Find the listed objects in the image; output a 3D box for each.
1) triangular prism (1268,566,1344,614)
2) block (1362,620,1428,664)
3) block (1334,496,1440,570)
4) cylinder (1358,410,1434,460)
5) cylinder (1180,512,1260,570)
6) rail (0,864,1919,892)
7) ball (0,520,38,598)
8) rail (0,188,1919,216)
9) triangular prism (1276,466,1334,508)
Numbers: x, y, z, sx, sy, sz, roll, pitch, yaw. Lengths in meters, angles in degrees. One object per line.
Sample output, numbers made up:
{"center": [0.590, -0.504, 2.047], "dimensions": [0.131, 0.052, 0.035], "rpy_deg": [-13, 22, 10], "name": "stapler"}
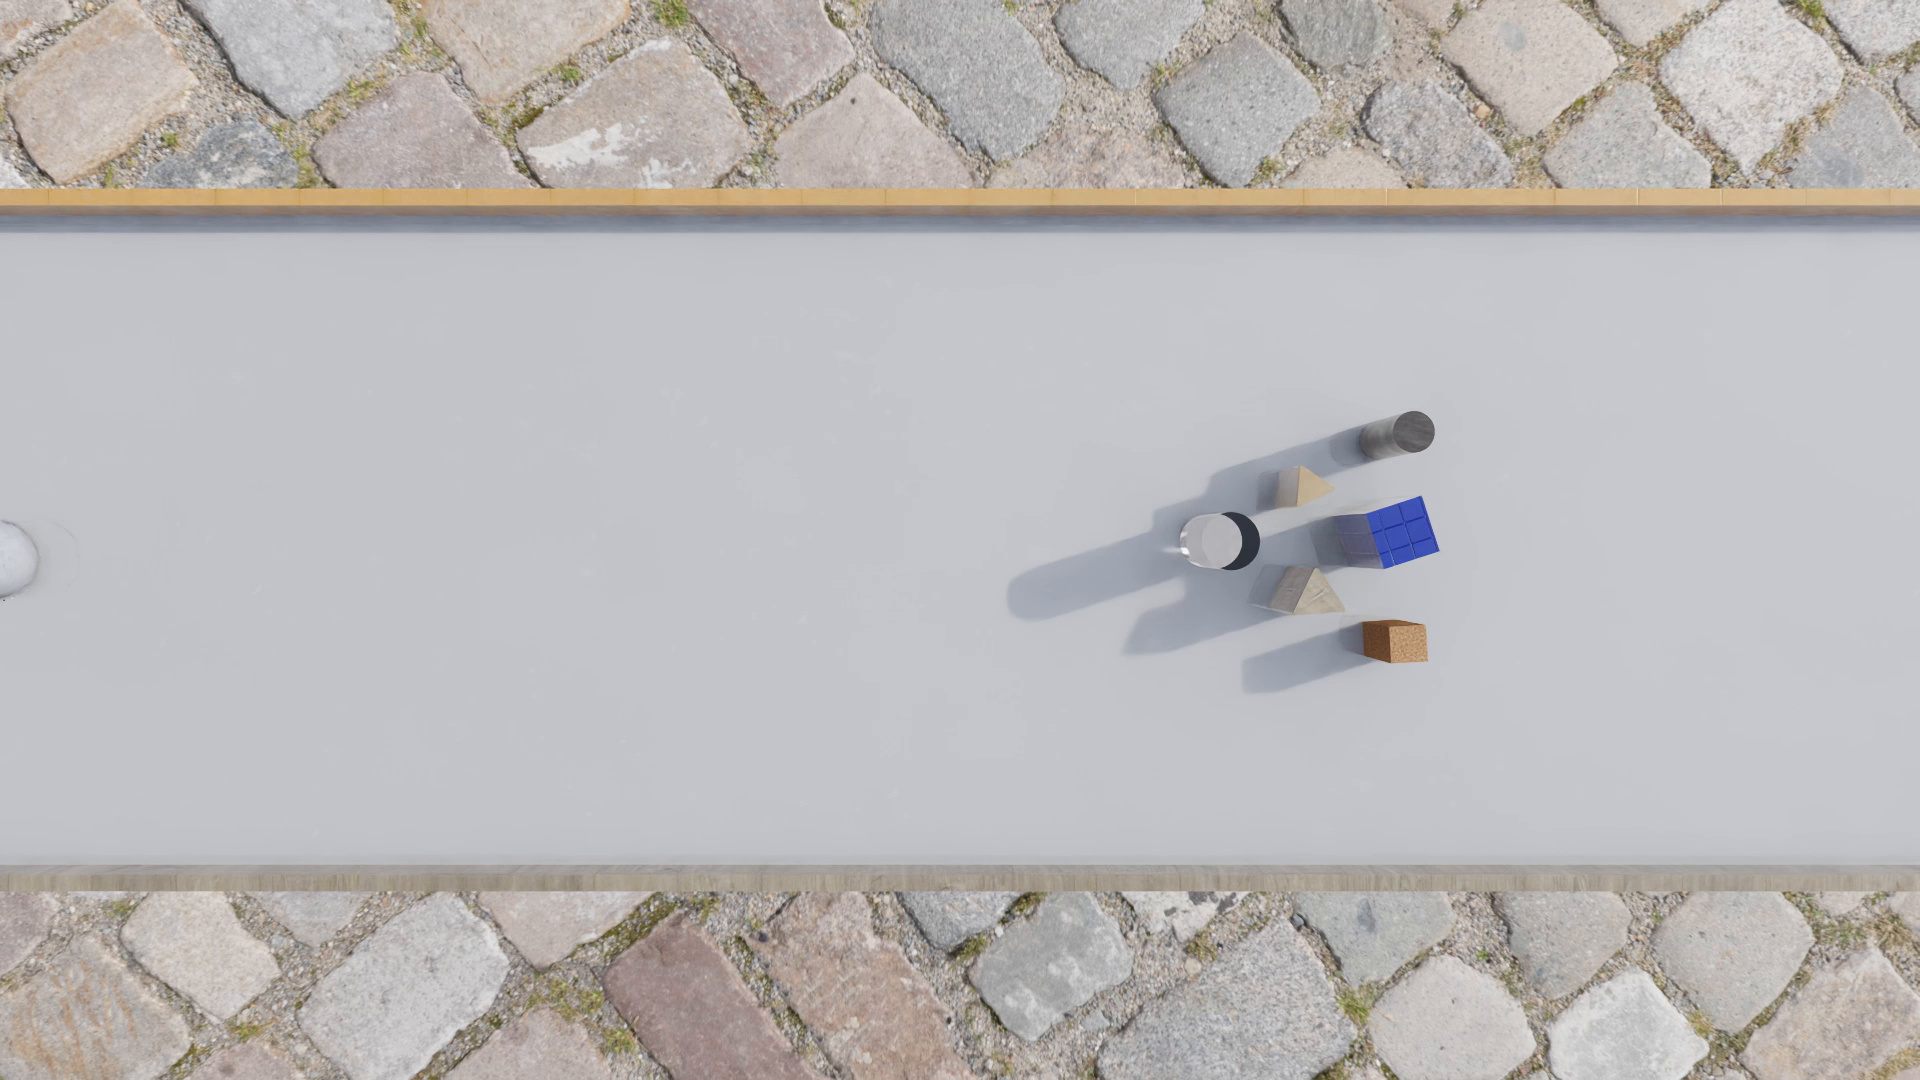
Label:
{"center": [1.018, 0.142, 4.882], "dimensions": [0.148, 0.389, 0.128], "rpy_deg": [-4, 90, 0], "name": "triangular prism"}
{"center": [1.294, 0.301, 4.918], "dimensions": [0.106, 0.318, 0.106], "rpy_deg": [-3, 90, 0], "name": "block"}
{"center": [1.252, -0.022, 4.869], "dimensions": [0.165, 0.415, 0.165], "rpy_deg": [-18, 90, 0], "name": "block"}
{"center": [1.287, -0.307, 4.876], "dimensions": [0.119, 0.401, 0.119], "rpy_deg": [0, 90, 0], "name": "cylinder"}
{"center": [0.759, 0.003, 4.848], "dimensions": [0.164, 0.458, 0.164], "rpy_deg": [0, 90, 0], "name": "cylinder"}
{"center": [-2.247, 1.025, 5.001], "dimensions": [12.000, 0.150, 0.050], "rpy_deg": [0, 90, 0], "name": "rail"}
{"center": [-2.908, 0.059, 4.957], "dimensions": [0.240, 0.240, 0.240], "rpy_deg": [0, 90, 0], "name": "ball"}
{"center": [-2.247, -1.025, 5.002], "dimensions": [12.000, 0.150, 0.050], "rpy_deg": [0, 90, 0], "name": "rail"}
{"center": [1.004, -0.168, 4.913], "dimensions": [0.118, 0.328, 0.102], "rpy_deg": [-25, 90, 0], "name": "triangular prism"}
